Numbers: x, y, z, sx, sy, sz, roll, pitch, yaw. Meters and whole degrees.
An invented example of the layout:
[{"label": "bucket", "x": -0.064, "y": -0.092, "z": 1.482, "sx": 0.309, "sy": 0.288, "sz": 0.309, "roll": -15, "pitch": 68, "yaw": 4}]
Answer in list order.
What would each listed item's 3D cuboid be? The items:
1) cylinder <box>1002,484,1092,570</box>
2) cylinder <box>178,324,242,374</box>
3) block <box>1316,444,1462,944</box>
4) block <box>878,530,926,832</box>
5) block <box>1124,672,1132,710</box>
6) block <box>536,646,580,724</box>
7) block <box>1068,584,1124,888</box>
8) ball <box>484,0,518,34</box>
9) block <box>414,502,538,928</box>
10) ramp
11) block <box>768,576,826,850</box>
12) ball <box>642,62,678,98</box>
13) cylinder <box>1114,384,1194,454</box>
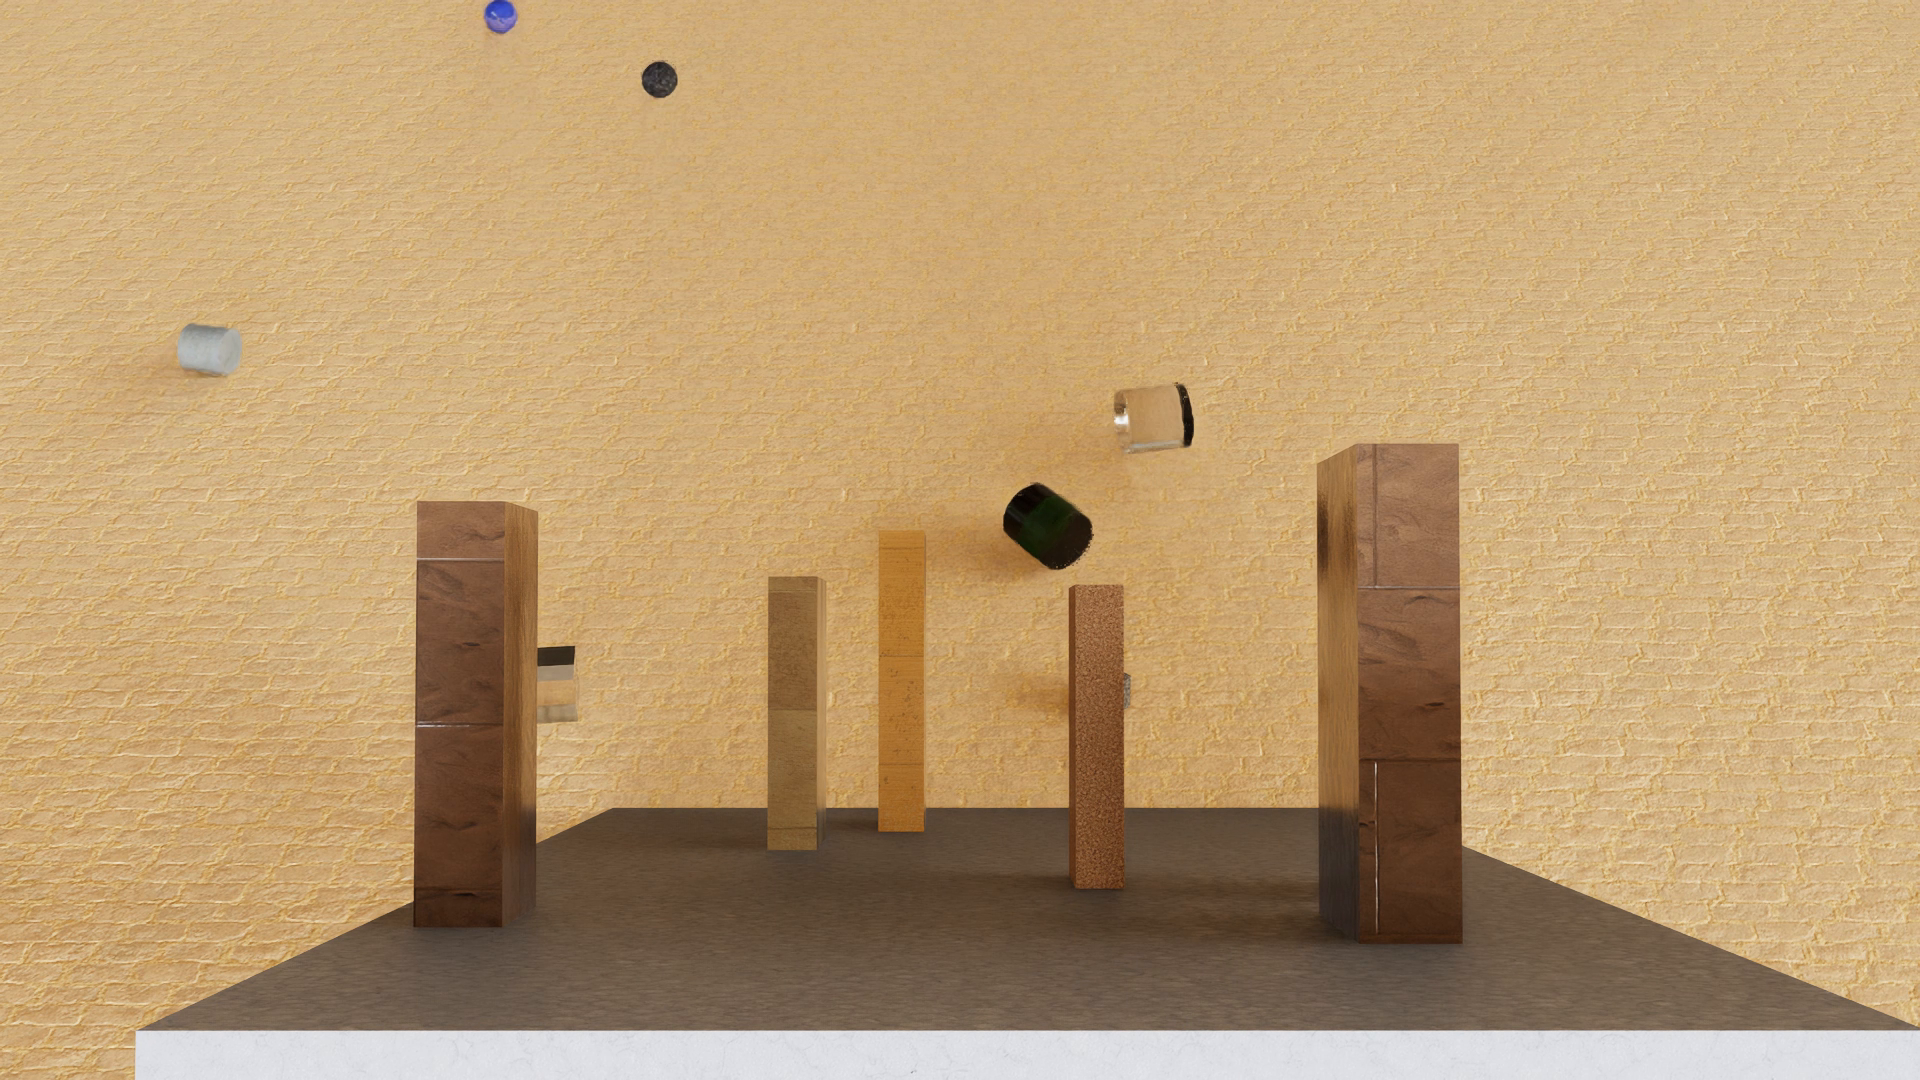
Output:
[{"label": "cylinder", "x": 0.265, "y": -0.041, "z": 7.885, "sx": 0.193, "sy": 0.193, "sz": 0.193, "roll": -23, "pitch": 42, "yaw": -28}, {"label": "cylinder", "x": -2.520, "y": -0.640, "z": 8.731, "sx": 0.153, "sy": 0.153, "sz": 0.153, "roll": 8, "pitch": 37, "yaw": 11}, {"label": "block", "x": 0.650, "y": 0.229, "z": 3.970, "sx": 0.148, "sy": 0.722, "sz": 0.423, "roll": 0, "pitch": -2, "yaw": 0}, {"label": "block", "x": -0.136, "y": 0.334, "z": 6.221, "sx": 0.105, "sy": 0.697, "sz": 0.385, "roll": 0, "pitch": -2, "yaw": 0}, {"label": "block", "x": 0.403, "y": 0.426, "z": 7.322, "sx": 0.109, "sy": 0.109, "sz": 0.109, "roll": 30, "pitch": 46, "yaw": 34}, {"label": "block", "x": -1.155, "y": 0.408, "z": 7.312, "sx": 0.152, "sy": 0.152, "sz": 0.152, "roll": -3, "pitch": 36, "yaw": -4}, {"label": "block", "x": 0.248, "y": 0.353, "z": 4.752, "sx": 0.086, "sy": 0.538, "sz": 0.287, "roll": 0, "pitch": -2, "yaw": 0}, {"label": "ball", "x": -1.914, "y": -2.183, "z": 10.837, "sx": 0.140, "sy": 0.140, "sz": 0.140, "roll": 0, "pitch": 36, "yaw": 0}, {"label": "block", "x": -0.767, "y": 0.272, "z": 4.139, "sx": 0.135, "sy": 0.651, "sz": 0.315, "roll": 0, "pitch": -2, "yaw": 0}, {"label": "ramp", "x": 0.080, "y": 0.679, "z": 4.898, "sx": 2.000, "sy": 0.100, "sz": 4.000, "roll": 0, "pitch": -2, "yaw": 0}, {"label": "block", "x": -0.353, "y": 0.372, "z": 5.670, "sx": 0.103, "sy": 0.575, "sz": 0.386, "roll": 0, "pitch": -2, "yaw": 0}, {"label": "ball", "x": -1.197, "y": -1.833, "z": 10.359, "sx": 0.143, "sy": 0.143, "sz": 0.143, "roll": 0, "pitch": 36, "yaw": 0}, {"label": "cylinder", "x": 0.621, "y": -0.387, "z": 8.344, "sx": 0.207, "sy": 0.207, "sz": 0.207, "roll": -7, "pitch": 37, "yaw": -9}]
